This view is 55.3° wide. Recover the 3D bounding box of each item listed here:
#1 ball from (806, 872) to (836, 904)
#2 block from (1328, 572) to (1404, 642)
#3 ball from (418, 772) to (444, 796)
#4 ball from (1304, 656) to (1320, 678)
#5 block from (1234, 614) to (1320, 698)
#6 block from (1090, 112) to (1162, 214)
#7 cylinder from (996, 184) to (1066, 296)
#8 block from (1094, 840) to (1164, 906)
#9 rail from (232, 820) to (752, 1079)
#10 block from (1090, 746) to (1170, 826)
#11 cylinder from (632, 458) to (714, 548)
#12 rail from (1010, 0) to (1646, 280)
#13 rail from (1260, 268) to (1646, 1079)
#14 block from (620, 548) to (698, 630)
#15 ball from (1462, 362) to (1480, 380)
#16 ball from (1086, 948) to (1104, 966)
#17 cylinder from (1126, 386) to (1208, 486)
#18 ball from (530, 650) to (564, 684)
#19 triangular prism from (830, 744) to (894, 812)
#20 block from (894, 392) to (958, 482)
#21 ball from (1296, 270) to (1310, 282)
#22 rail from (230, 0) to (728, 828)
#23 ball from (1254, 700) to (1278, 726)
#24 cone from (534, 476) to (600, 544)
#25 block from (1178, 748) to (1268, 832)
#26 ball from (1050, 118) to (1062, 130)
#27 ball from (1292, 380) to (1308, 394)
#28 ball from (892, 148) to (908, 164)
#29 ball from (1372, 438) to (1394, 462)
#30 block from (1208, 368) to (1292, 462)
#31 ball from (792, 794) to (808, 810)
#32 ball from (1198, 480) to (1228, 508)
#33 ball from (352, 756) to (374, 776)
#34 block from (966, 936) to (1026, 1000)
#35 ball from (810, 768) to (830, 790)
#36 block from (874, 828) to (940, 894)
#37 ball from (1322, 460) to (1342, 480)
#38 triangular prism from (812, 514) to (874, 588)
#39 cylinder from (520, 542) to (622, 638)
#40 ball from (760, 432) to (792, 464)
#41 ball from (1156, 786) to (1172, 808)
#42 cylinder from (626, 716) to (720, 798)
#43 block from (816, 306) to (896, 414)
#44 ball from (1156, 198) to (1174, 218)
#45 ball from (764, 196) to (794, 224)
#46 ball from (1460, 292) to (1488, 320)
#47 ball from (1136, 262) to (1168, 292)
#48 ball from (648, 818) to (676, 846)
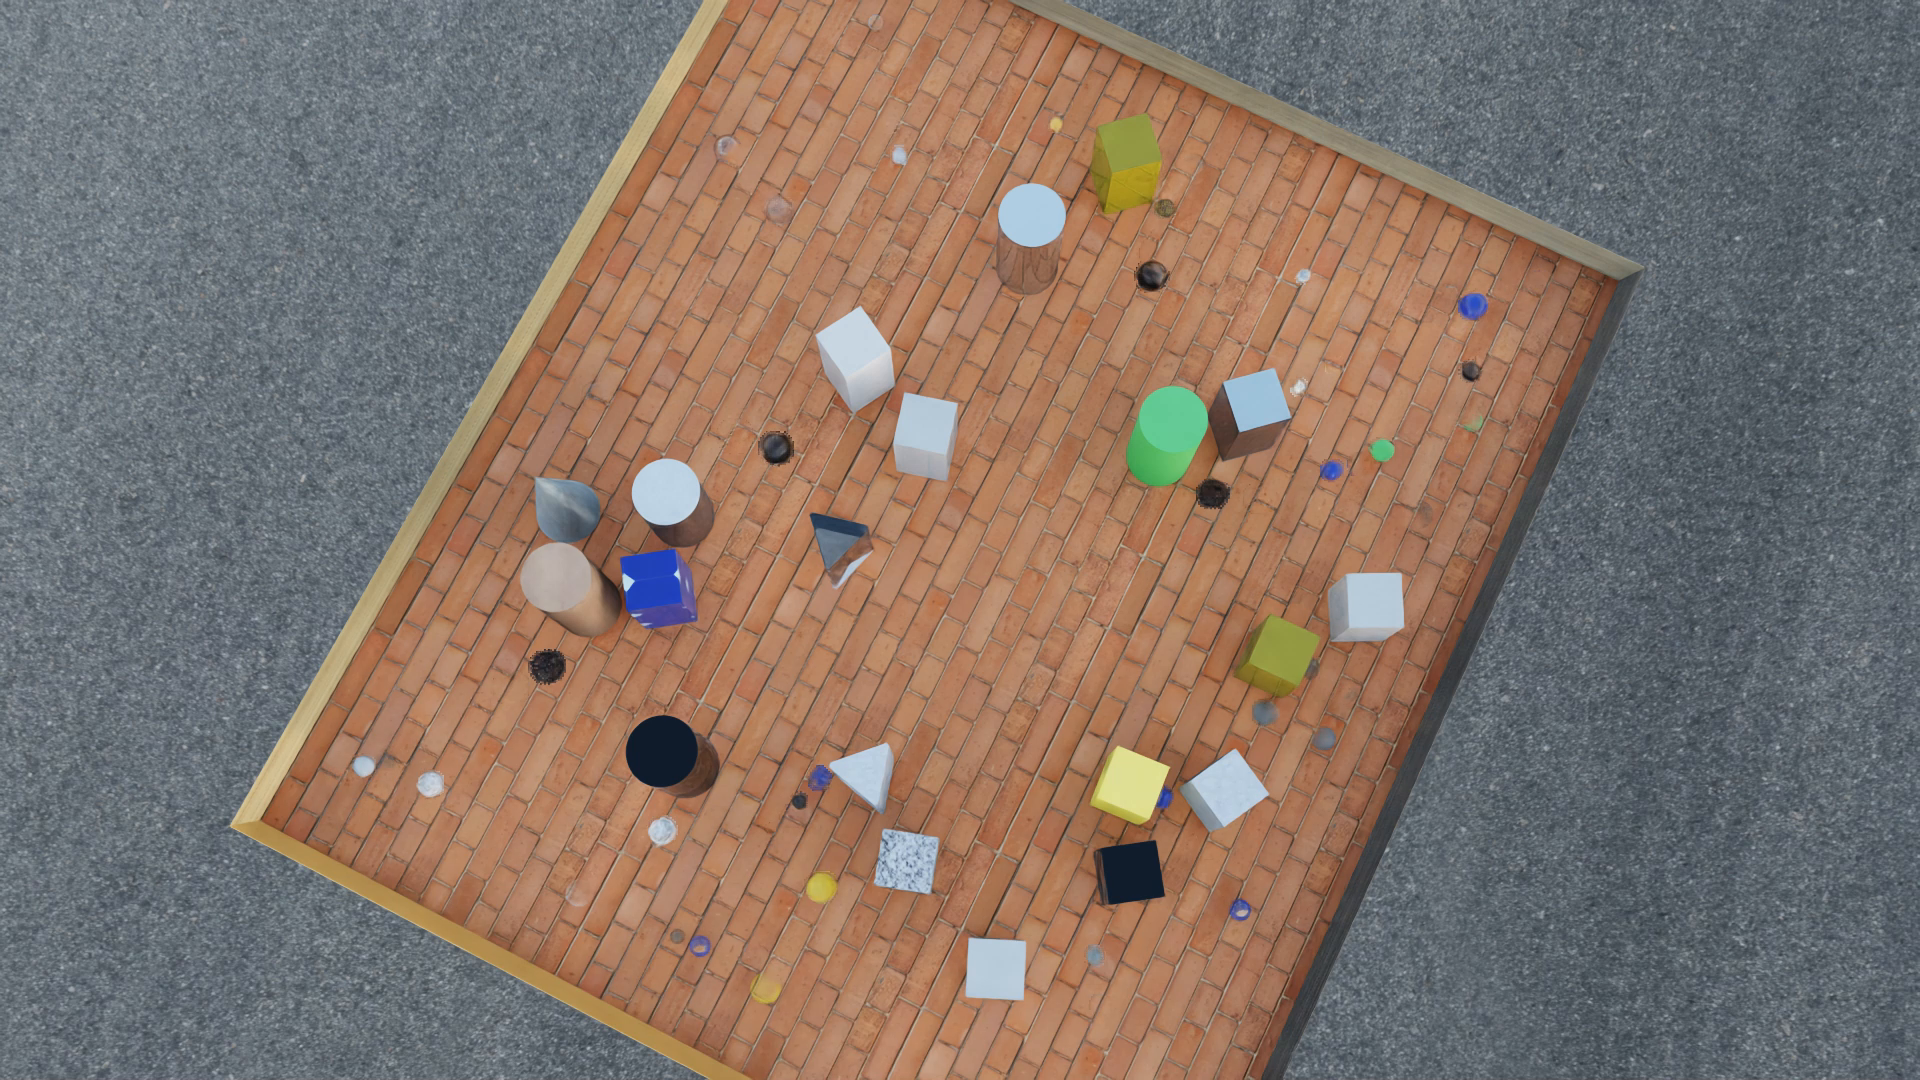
[{"bbox_3d":[-0.405,1.018,5.360,0.090,0.090,0.090,0,78,0],"label":"ball"},{"bbox_3d":[1.201,0.202,5.433,0.158,0.278,0.158,-1,78,0],"label":"block"},{"bbox_3d":[-1.569,0.724,5.429,0.075,0.075,0.075,0,78,0],"label":"ball"},{"bbox_3d":[1.047,0.383,5.503,0.068,0.068,0.068,0,78,0],"label":"ball"},{"bbox_3d":[0.929,0.344,5.391,0.158,0.302,0.158,25,79,5],"label":"block"},{"bbox_3d":[0.512,-1.163,5.686,0.158,0.336,0.158,-15,79,-3],"label":"block"},{"bbox_3d":[0.212,-0.911,5.588,0.198,0.424,0.198,0,78,0],"label":"cylinder"},{"bbox_3d":[0.483,0.959,5.270,0.158,0.290,0.158,-8,78,-2],"label":"block"},{"bbox_3d":[-0.755,1.485,5.242,3.027,0.129,0.045,26,80,5],"label":"rail"},{"bbox_3d":[0.488,0.714,5.307,0.158,0.318,0.158,22,79,4],"label":"block"},{"bbox_3d":[-0.852,-0.106,5.470,0.198,0.330,0.198,0,78,0],"label":"cylinder"},{"bbox_3d":[0.755,-1.471,5.855,3.027,0.129,0.045,26,80,5],"label":"rail"},{"bbox_3d":[1.333,0.659,5.413,0.045,0.129,3.423,26,80,5],"label":"rail"},{"bbox_3d":[-0.885,0.148,5.414,0.158,0.336,0.158,-9,78,-2],"label":"block"},{"bbox_3d":[1.588,-0.523,5.695,0.058,0.058,0.058,0,78,0],"label":"ball"},{"bbox_3d":[0.393,1.213,5.339,0.052,0.052,0.052,0,78,0],"label":"ball"},{"bbox_3d":[0.613,-0.304,5.465,0.198,0.420,0.198,0,78,0],"label":"cylinder"},{"bbox_3d":[-1.235,0.381,5.488,0.098,0.098,0.098,0,78,0],"label":"ball"},{"bbox_3d":[-0.247,0.662,5.259,0.171,0.433,0.148,40,81,8],"label":"triangular prism"},{"bbox_3d":[-0.101,-0.306,5.508,0.158,0.337,0.158,12,79,2],"label":"block"},{"bbox_3d":[1.082,-0.832,5.768,0.042,0.042,0.042,0,78,0],"label":"ball"},{"bbox_3d":[-1.333,-0.646,5.684,0.045,0.129,3.423,26,80,5],"label":"rail"},{"bbox_3d":[0.913,0.517,5.472,0.073,0.073,0.073,0,78,0],"label":"ball"},{"bbox_3d":[-1.204,-0.133,5.411,0.198,0.457,0.198,0,78,0],"label":"cone"},{"bbox_3d":[0.759,0.728,5.306,0.158,0.313,0.158,-35,80,-7],"label":"block"},{"bbox_3d":[0.308,-1.332,5.871,0.042,0.042,0.042,0,78,0],"label":"ball"},{"bbox_3d":[1.055,-0.474,5.692,0.045,0.045,0.045,0,78,0],"label":"ball"},{"bbox_3d":[-0.194,-1.226,5.845,0.050,0.050,0.050,0,78,0],"label":"ball"},{"bbox_3d":[1.301,-0.276,5.638,0.071,0.071,0.071,0,78,0],"label":"ball"},{"bbox_3d":[0.866,-0.373,5.513,0.158,0.354,0.158,-16,79,-3],"label":"block"},{"bbox_3d":[-0.475,0.776,5.433,0.044,0.044,0.044,0,78,0],"label":"ball"},{"bbox_3d":[0.774,-0.141,5.600,0.089,0.089,0.089,0,78,0],"label":"ball"},{"bbox_3d":[-1.772,0.672,5.446,0.062,0.062,0.062,0,78,0],"label":"ball"},{"bbox_3d":[0.099,1.213,5.198,0.158,0.327,0.158,3,78,1],"label":"block"},{"bbox_3d":[-0.416,0.709,5.438,0.063,0.063,0.063,0,78,0],"label":"ball"},{"bbox_3d":[-0.151,0.931,5.289,0.158,0.264,0.158,9,78,2],"label":"block"},{"bbox_3d":[1.144,-0.213,5.629,0.062,0.062,0.062,0,78,0],"label":"ball"},{"bbox_3d":[-0.378,0.006,5.450,0.148,0.323,0.171,43,81,8],"label":"triangular prism"},{"bbox_3d":[-1.129,0.151,5.346,0.198,0.468,0.198,0,78,0],"label":"cylinder"},{"bbox_3d":[-0.564,-0.281,5.624,0.099,0.099,0.099,0,78,0],"label":"ball"},{"bbox_3d":[0.597,0.763,5.424,0.064,0.064,0.064,0,78,0],"label":"ball"},{"bbox_3d":[-0.818,0.626,5.250,0.198,0.463,0.198,0,78,0],"label":"cylinder"},{"bbox_3d":[-0.312,-0.539,5.532,0.158,0.384,0.158,-34,80,-7],"label":"block"},{"bbox_3d":[0.650,-1.049,5.803,0.061,0.061,0.061,0,78,0],"label":"ball"},{"bbox_3d":[-0.571,-1.041,5.786,0.090,0.090,0.090,0,78,0],"label":"ball"},{"bbox_3d":[1.605,-0.732,5.725,0.084,0.084,0.084,0,78,0],"label":"ball"},{"bbox_3d":[0.602,-0.825,5.739,0.095,0.095,0.095,0,78,0],"label":"ball"},{"bbox_3d":[-0.878,0.859,5.398,0.079,0.079,0.079,0,78,0],"label":"ball"}]
